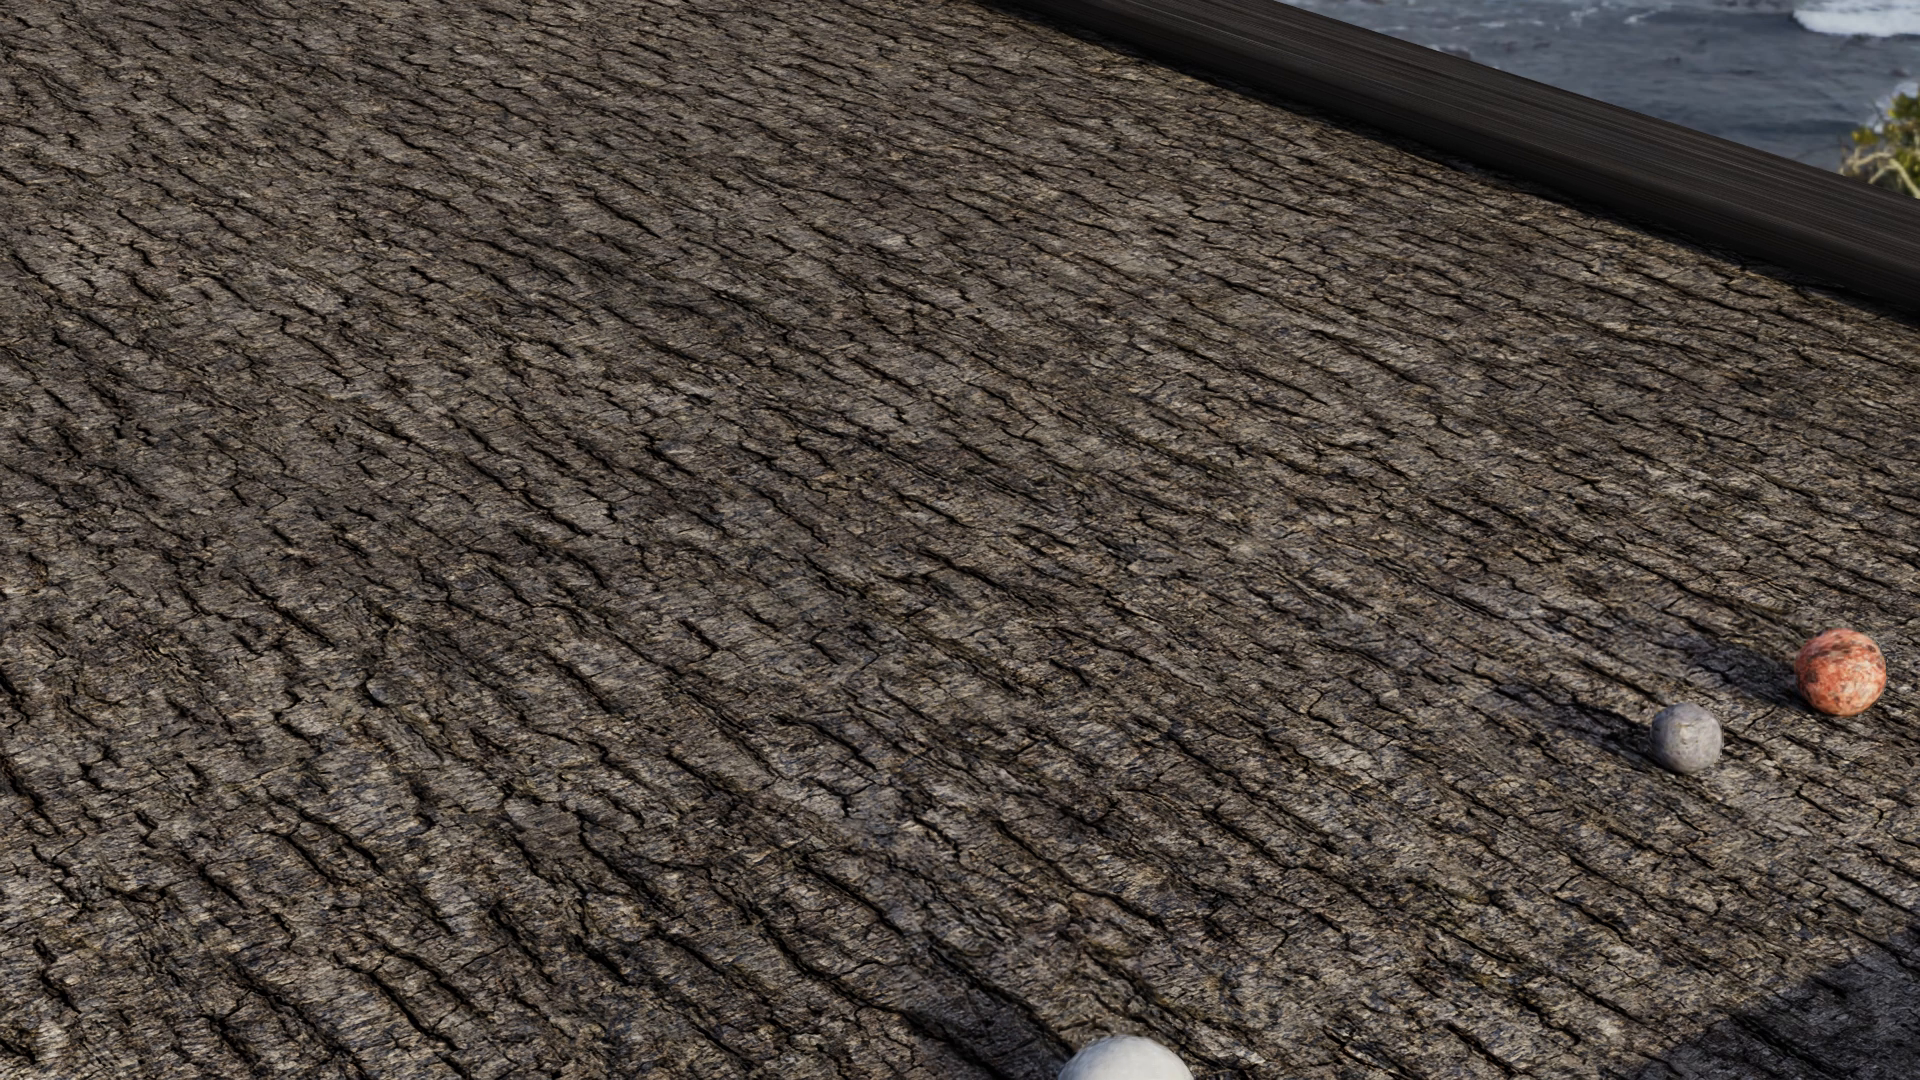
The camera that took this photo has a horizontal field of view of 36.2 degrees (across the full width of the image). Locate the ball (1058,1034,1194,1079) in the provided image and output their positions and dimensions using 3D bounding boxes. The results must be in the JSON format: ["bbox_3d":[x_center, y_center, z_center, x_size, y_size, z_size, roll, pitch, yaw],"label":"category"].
[{"bbox_3d":[0.085,0.294,1.513,0.078,0.078,0.078,0,25,0],"label":"ball"}]

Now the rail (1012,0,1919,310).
[{"bbox_3d":[0.251,-0.599,3.402,0.045,0.102,3.838,-17,30,-32],"label":"rail"}]

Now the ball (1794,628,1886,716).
[{"bbox_3d":[0.591,0.089,1.976,0.059,0.059,0.059,0,25,0],"label":"ball"}]

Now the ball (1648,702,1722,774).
[{"bbox_3d":[0.470,0.128,1.907,0.046,0.046,0.046,0,25,0],"label":"ball"}]
